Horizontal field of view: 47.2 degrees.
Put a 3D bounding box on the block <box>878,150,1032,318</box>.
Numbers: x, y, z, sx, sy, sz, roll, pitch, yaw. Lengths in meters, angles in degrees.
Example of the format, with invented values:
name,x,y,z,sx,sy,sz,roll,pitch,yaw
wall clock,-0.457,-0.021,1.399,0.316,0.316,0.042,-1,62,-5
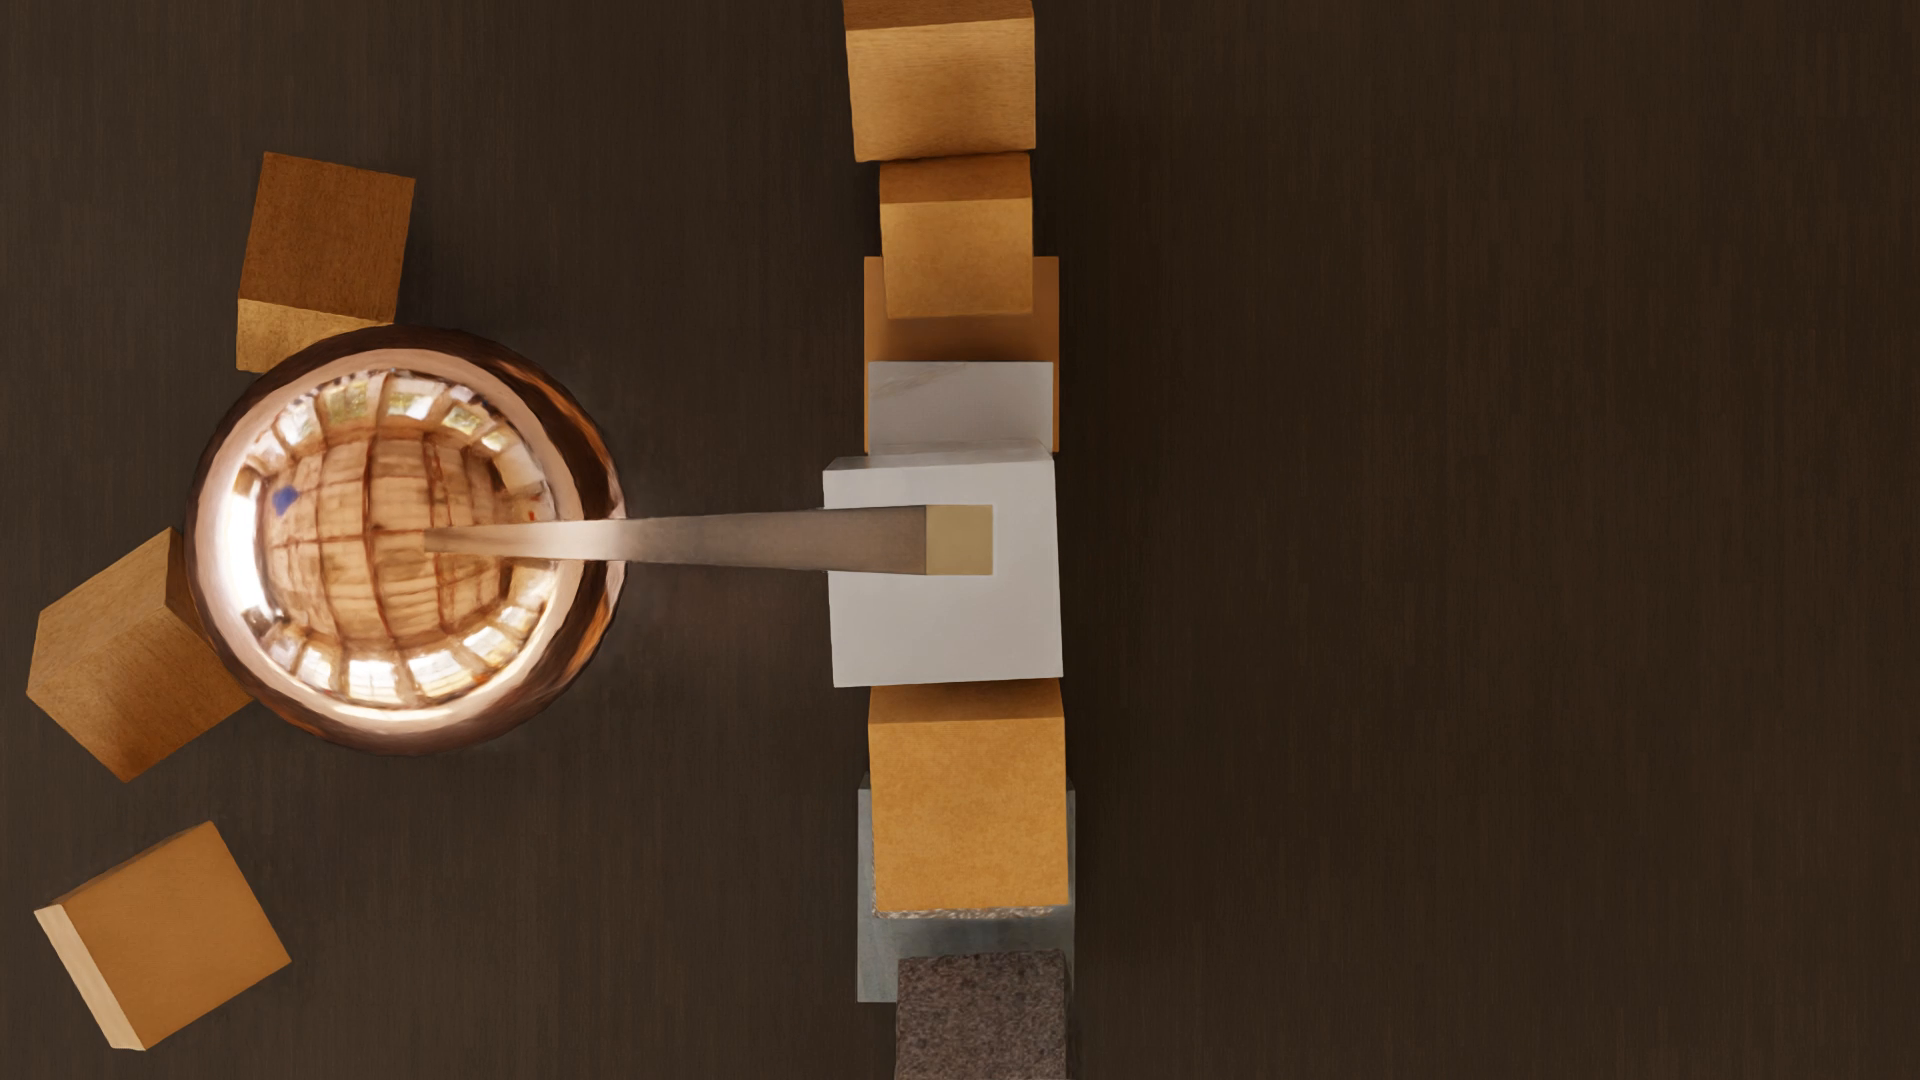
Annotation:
name,x,y,z,sx,sy,sz,roll,pitch,yaw
block,-0.023,-1.740,11.436,0.758,0.760,0.853,-2,48,0

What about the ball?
name,x,y,z,sx,sy,sz,roll,pitch,yaw
ball,-2.028,0.000,8.141,1.600,1.600,1.600,0,90,0

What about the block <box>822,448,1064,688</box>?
name,x,y,z,sx,sy,sz,roll,pitch,yaw
block,-0.076,0.104,10.431,1.037,1.091,0.981,-3,95,0

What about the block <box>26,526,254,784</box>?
name,x,y,z,sx,sy,sz,roll,pitch,yaw
block,-4.301,0.601,11.652,0.857,0.800,0.730,-33,124,4

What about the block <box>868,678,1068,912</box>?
name,x,y,z,sx,sy,sz,roll,pitch,yaw
block,0.041,1.156,10.663,0.903,0.888,0.947,-2,107,0

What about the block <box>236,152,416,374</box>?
name,x,y,z,sx,sy,sz,roll,pitch,yaw
block,-3.456,-1.446,11.978,0.787,0.803,0.906,9,65,-15

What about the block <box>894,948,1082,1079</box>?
name,x,y,z,sx,sy,sz,roll,pitch,yaw
block,0.169,2.893,11.631,0.880,0.922,1.079,-5,50,7

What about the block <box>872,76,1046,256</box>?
name,x,y,z,sx,sy,sz,roll,pitch,yaw
block,-0.004,-2.041,12.502,0.949,0.996,0.992,0,90,0

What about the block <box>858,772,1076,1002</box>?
name,x,y,z,sx,sy,sz,roll,pitch,yaw
block,0.035,1.955,12.533,1.191,0.934,1.167,0,90,0

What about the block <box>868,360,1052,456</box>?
name,x,y,z,sx,sy,sz,roll,pitch,yaw
block,0.003,-0.507,11.411,0.914,0.970,0.843,0,95,0

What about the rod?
name,x,y,z,sx,sy,sz,roll,pitch,yaw
rod,-0.879,0.000,4.941,0.080,5.200,0.080,0,90,-20

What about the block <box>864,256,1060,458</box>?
name,x,y,z,sx,sy,sz,roll,pitch,yaw
block,0.009,-1.005,12.450,1.053,1.099,1.058,0,90,0

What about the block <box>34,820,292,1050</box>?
name,x,y,z,sx,sy,sz,roll,pitch,yaw
block,-4.037,2.002,11.111,0.793,0.885,0.813,-31,96,-32

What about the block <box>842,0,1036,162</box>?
name,x,y,z,sx,sy,sz,roll,pitch,yaw
block,-0.119,-2.500,11.092,0.909,0.855,0.757,-5,135,-2

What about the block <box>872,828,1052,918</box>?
name,x,y,z,sx,sy,sz,roll,pitch,yaw
block,0.011,1.427,11.646,0.920,0.840,1.003,0,90,0
